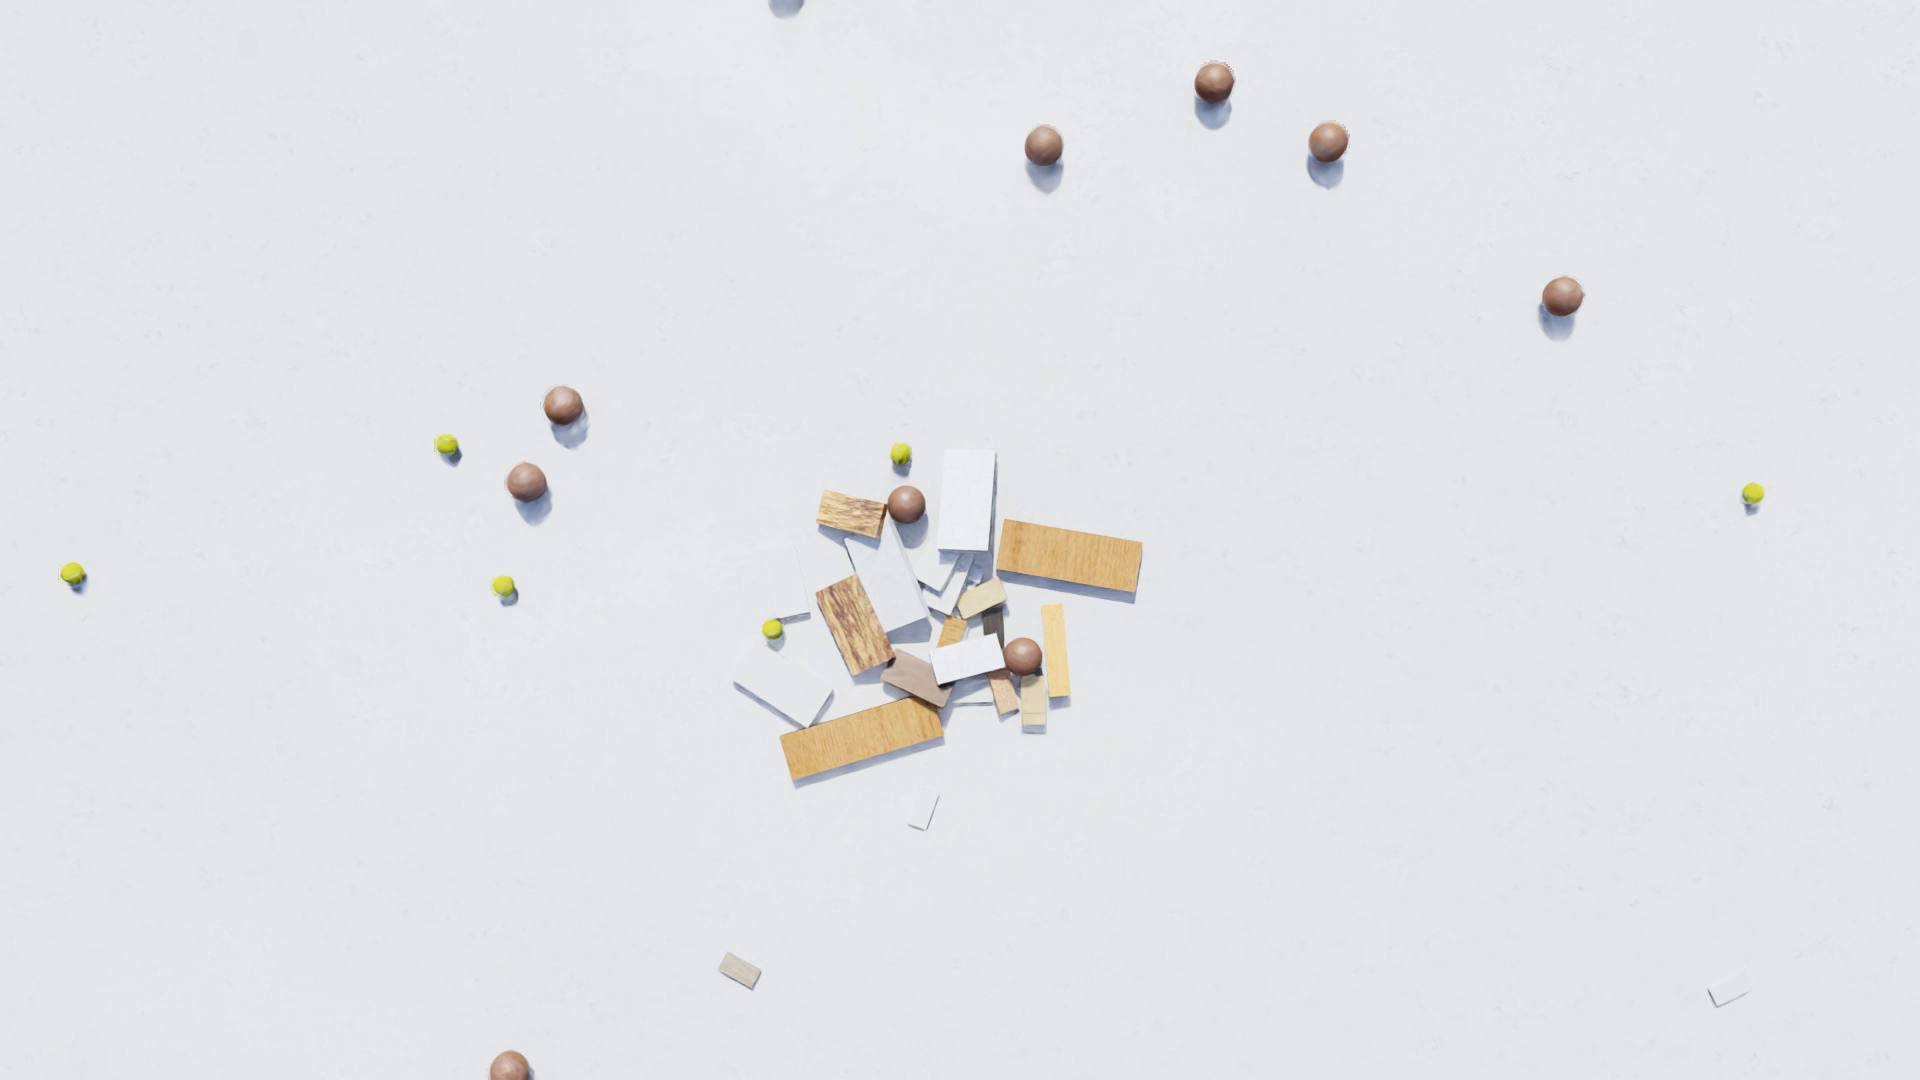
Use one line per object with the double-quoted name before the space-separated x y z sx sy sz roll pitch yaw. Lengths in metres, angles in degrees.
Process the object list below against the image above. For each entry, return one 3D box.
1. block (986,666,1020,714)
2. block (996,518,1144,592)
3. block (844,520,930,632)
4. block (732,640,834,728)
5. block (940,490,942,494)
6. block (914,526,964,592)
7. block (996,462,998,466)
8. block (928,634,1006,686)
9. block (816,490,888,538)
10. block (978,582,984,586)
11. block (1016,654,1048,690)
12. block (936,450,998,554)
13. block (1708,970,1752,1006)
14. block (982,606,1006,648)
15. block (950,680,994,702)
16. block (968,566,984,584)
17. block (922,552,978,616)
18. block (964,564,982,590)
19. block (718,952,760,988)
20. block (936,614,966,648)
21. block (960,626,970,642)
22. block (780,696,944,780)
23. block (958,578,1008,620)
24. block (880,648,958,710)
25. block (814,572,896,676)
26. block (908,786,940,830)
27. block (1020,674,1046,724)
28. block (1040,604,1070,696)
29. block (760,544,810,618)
"block" 0.142 0.498 5.478 0.072 0.020 0.144 -16 90 -21
"block" 0.363 0.051 5.476 0.465 0.048 0.169 10 90 0
"block" -0.240 0.122 5.450 0.169 0.048 0.338 -22 90 19
"block" -0.590 0.476 5.479 0.303 0.043 0.152 33 90 0
"block" 0.000 -0.157 5.474 0.119 0.017 0.059 28 97 10
"block" -0.056 0.043 5.448 0.115 0.033 0.230 29 92 15
"block" 0.061 -0.250 5.492 0.119 0.017 0.059 18 90 0
"block" 0.023 0.394 5.434 0.230 0.033 0.115 -14 78 -7
"block" -0.357 -0.086 5.437 0.230 0.033 0.115 13 88 24
"block" 0.068 0.185 5.494 0.045 0.013 0.091 28 90 0
"block" 0.269 0.455 5.489 0.081 0.023 0.162 37 90 0
"block" 0.024 -0.127 5.416 0.169 0.048 0.338 2 77 10
"block" 2.562 1.492 5.491 0.130 0.018 0.065 -26 90 0
"block" 0.111 0.293 5.484 0.069 0.020 0.139 -4 95 0
"block" 0.037 0.503 5.490 0.144 0.020 0.072 -2 90 0
"block" 0.034 0.107 5.476 0.091 0.013 0.045 23 91 15
"block" -0.036 0.122 5.469 0.115 0.033 0.230 22 90 15
"block" 0.037 0.120 5.494 0.045 0.013 0.091 21 90 0
"block" -0.734 1.430 5.491 0.130 0.018 0.065 29 90 0
"block" -0.031 0.324 5.471 0.069 0.020 0.139 18 90 0
"block" -0.025 0.345 5.490 0.069 0.020 0.139 18 90 0
"block" -0.326 0.648 5.479 0.524 0.043 0.152 -17 90 0
"block" 0.072 0.194 5.461 0.162 0.023 0.081 -26 74 10
"block" -0.134 0.458 5.454 0.230 0.033 0.115 25 75 8
"block" -0.348 0.280 5.455 0.152 0.043 0.303 -25 90 19
"block" -0.122 0.891 5.491 0.065 0.018 0.130 20 90 0
"block" 0.243 0.530 5.466 0.081 0.023 0.162 -1 90 0
"block" 0.317 0.365 5.470 0.072 0.020 0.303 -4 84 -6
"block" -0.580 0.137 5.484 0.115 0.033 0.230 -13 90 0
